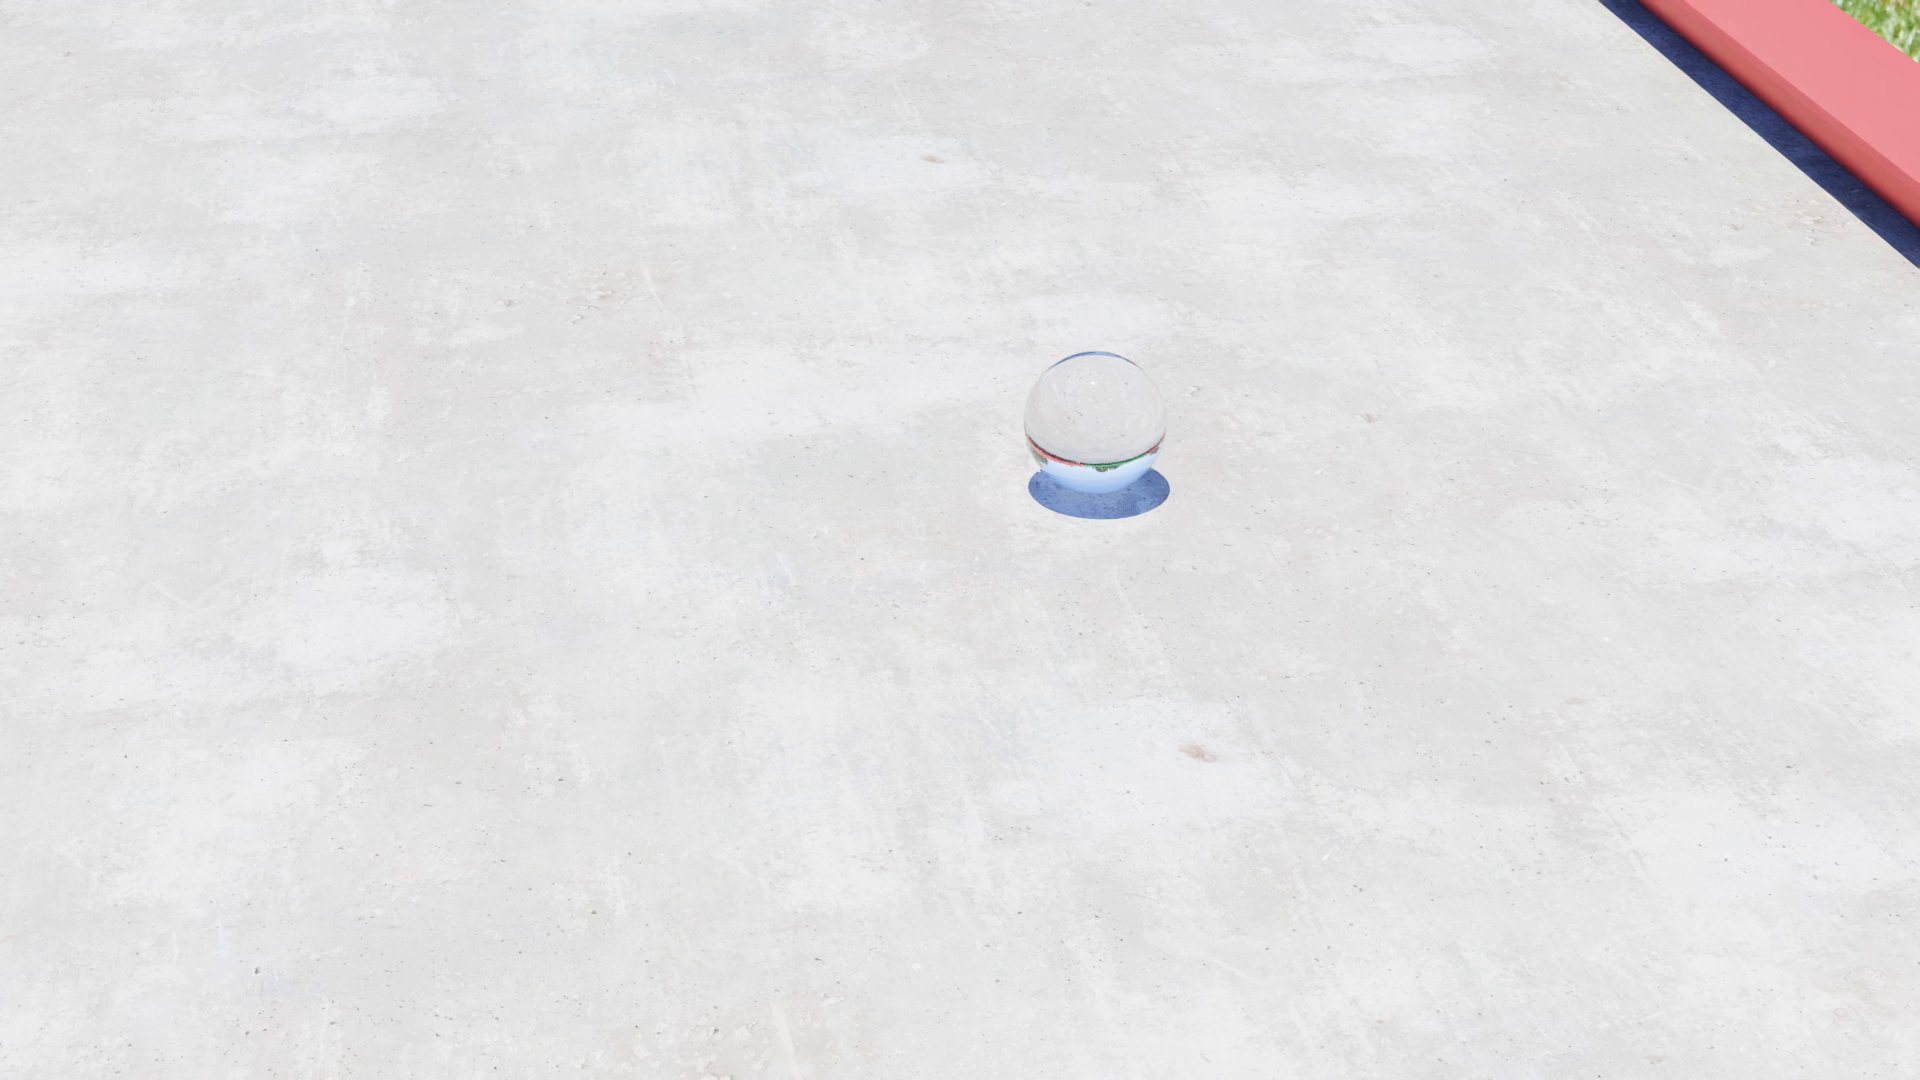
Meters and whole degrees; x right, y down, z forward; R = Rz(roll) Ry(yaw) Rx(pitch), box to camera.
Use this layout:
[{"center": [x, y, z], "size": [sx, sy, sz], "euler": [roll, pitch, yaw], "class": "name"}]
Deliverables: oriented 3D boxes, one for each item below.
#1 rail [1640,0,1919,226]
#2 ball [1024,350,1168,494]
[{"center": [0.716, -0.455, 2.665], "size": [0.045, 0.125, 3.281], "euler": [-4, 28, -8], "class": "rail"}, {"center": [0.091, -0.079, 1.972], "size": [0.097, 0.097, 0.097], "euler": [0, 27, 0], "class": "ball"}]
